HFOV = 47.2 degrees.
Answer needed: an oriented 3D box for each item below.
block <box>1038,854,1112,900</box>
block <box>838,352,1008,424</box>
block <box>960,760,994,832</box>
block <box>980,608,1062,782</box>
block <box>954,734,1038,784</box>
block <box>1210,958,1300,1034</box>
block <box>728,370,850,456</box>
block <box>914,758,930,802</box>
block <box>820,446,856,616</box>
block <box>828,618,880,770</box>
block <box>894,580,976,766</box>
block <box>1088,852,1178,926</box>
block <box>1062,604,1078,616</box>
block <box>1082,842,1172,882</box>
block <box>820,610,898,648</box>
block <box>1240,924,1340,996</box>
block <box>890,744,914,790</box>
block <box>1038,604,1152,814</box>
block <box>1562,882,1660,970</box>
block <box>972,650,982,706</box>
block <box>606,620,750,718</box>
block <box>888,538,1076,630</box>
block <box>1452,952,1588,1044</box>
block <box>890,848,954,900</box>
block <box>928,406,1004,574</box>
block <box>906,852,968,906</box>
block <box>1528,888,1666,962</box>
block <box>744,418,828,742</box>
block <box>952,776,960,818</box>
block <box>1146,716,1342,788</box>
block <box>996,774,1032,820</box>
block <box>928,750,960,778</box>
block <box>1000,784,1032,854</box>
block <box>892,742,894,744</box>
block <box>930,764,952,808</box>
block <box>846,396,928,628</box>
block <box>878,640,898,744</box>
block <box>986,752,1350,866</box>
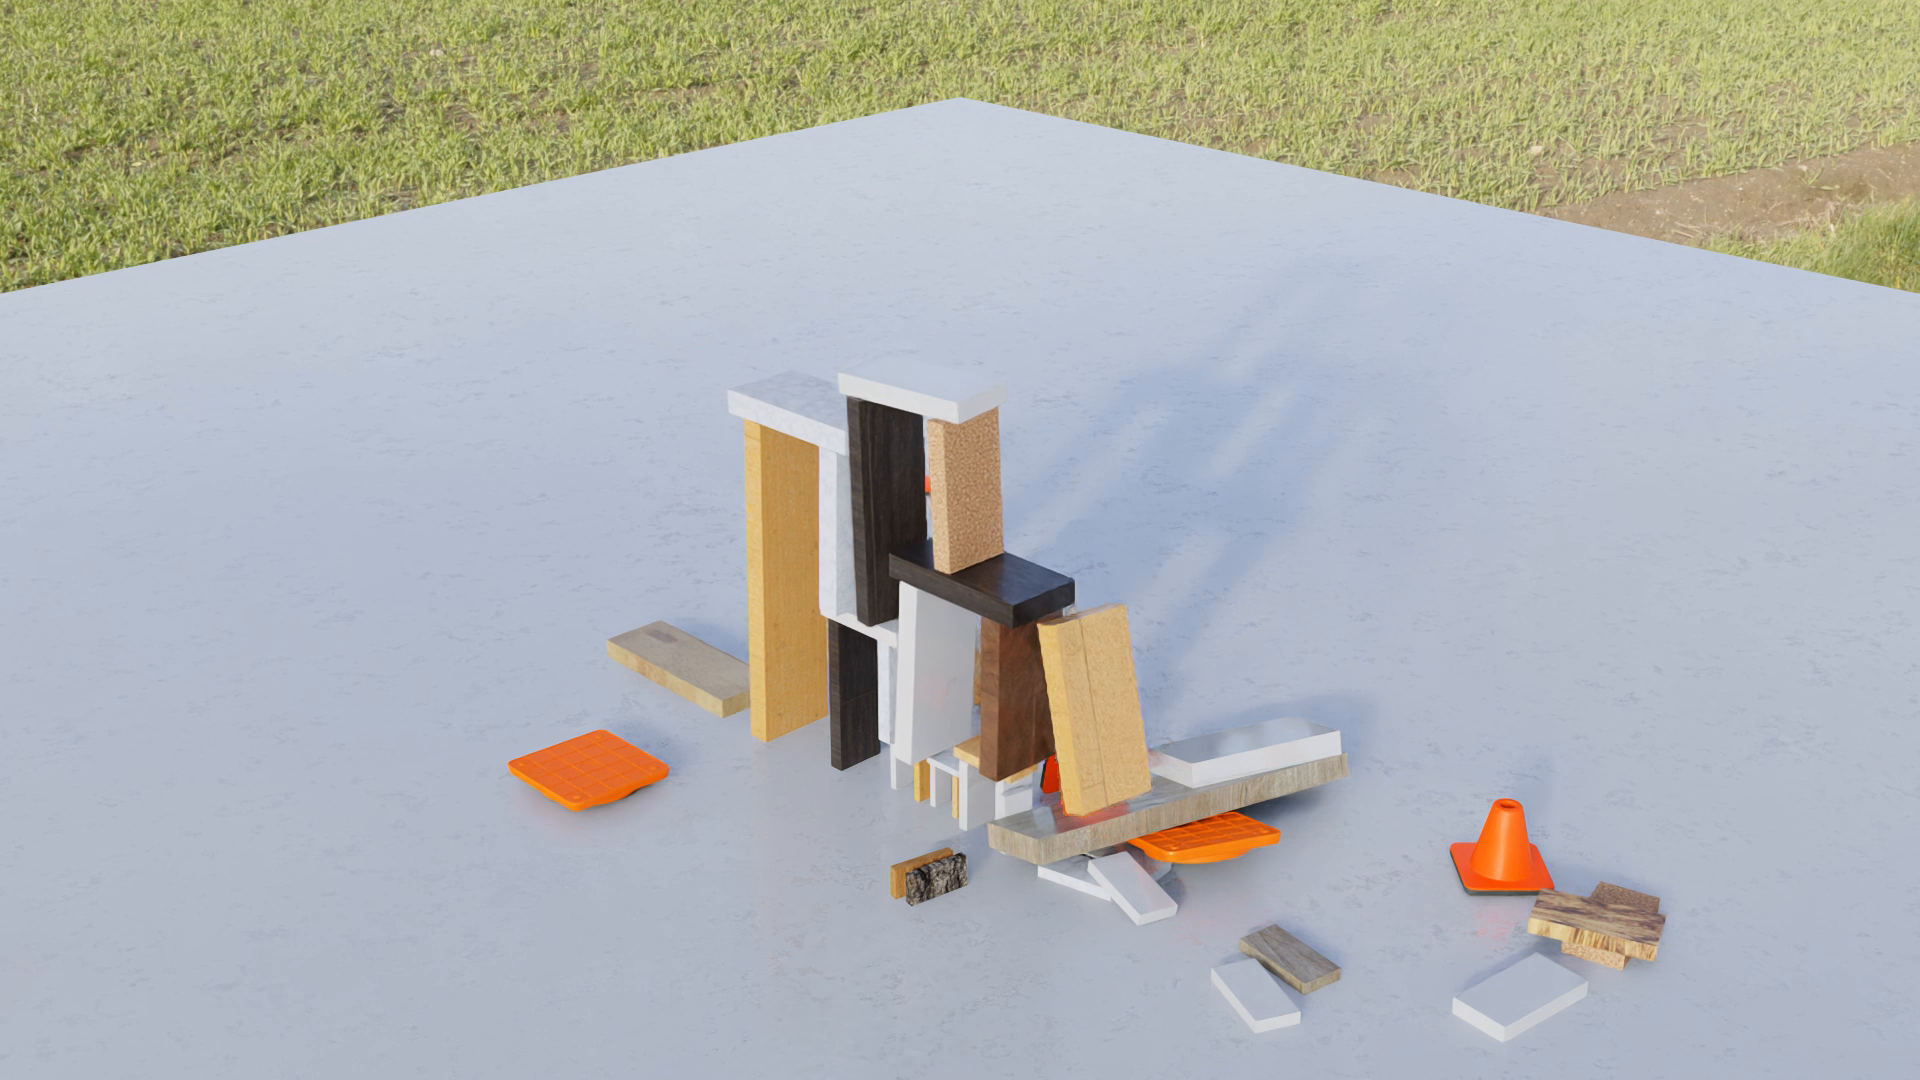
[{"bbox_3d":[0.240,0.641,4.221,0.161,0.023,0.081,15,27,31],"label":"block"},{"bbox_3d":[-0.072,-0.292,4.189,0.296,0.042,0.148,17,30,36],"label":"block"},{"bbox_3d":[0.034,0.497,4.391,0.077,0.155,0.022,-21,31,-40],"label":"block"},{"bbox_3d":[0.116,0.280,4.215,0.169,0.338,0.048,-21,31,-40],"label":"block"},{"bbox_3d":[0.070,0.429,4.324,0.155,0.022,0.077,22,31,40],"label":"block"},{"bbox_3d":[0.517,0.797,3.851,0.086,0.024,0.173,-8,24,-18],"label":"block"},{"bbox_3d":[-0.285,-0.260,4.432,0.177,0.050,0.355,-21,31,-40],"label":"block"},{"bbox_3d":[-0.069,0.478,4.498,0.015,0.105,0.053,21,31,41],"label":"block"},{"bbox_3d":[-0.200,-0.039,4.430,0.177,0.355,0.050,-21,33,-40],"label":"block"},{"bbox_3d":[-0.220,0.307,4.596,0.113,0.345,0.032,-21,31,-41],"label":"block"},{"bbox_3d":[-0.047,0.242,4.379,0.169,0.394,0.048,-21,34,-40],"label":"block"},{"bbox_3d":[0.324,0.655,4.142,0.086,0.024,0.173,-9,33,-30],"label":"block"},{"bbox_3d":[0.221,0.217,5.140,0.024,0.086,0.172,14,27,29],"label":"block"},{"bbox_3d":[0.320,0.621,4.268,0.161,0.023,0.081,17,28,34],"label":"block"},{"bbox_3d":[-0.167,0.154,4.473,0.112,0.032,0.225,-21,31,-40],"label":"block"},{"bbox_3d":[0.592,0.753,3.954,0.086,0.024,0.173,-15,27,-31],"label":"block"},{"bbox_3d":[-0.119,0.459,4.544,0.053,0.105,0.015,-21,31,-40],"label":"block"},{"bbox_3d":[0.250,0.309,4.048,0.176,0.353,0.050,-14,9,-38],"label":"block"},{"bbox_3d":[1.199,0.709,4.050,0.112,0.032,0.225,14,27,29],"label":"block"},{"bbox_3d":[0.018,0.284,4.929,0.086,0.024,0.172,-25,73,-45],"label":"block"},{"bbox_3d":[-0.615,0.291,5.019,0.156,0.044,0.430,-21,31,-40],"label":"block"},{"bbox_3d":[0.040,0.072,4.211,0.169,0.048,0.338,-21,31,-40],"label":"block"},{"bbox_3d":[0.979,0.797,3.841,0.225,0.032,0.113,-17,28,-34],"label":"block"},{"bbox_3d":[-0.072,0.634,4.185,0.129,0.064,0.018,-14,27,-29],"label":"block"},{"bbox_3d":[0.012,-0.099,4.171,0.042,0.296,0.148,17,28,42],"label":"block"},{"bbox_3d":[-0.044,0.642,4.164,0.129,0.064,0.018,-16,28,-32],"label":"block"},{"bbox_3d":[1.157,0.697,3.995,0.225,0.032,0.113,10,25,23],"label":"block"},{"bbox_3d":[-0.365,0.070,4.658,0.050,0.732,0.177,23,32,40],"label":"block"},{"bbox_3d":[0.006,0.510,4.437,0.014,0.095,0.048,21,31,41],"label":"block"},{"bbox_3d":[0.580,0.431,4.492,0.353,0.050,0.176,-10,10,-24],"label":"block"},{"bbox_3d":[0.105,0.524,4.327,0.077,0.155,0.022,-19,30,-38],"label":"block"},{"bbox_3d":[-0.016,0.451,4.437,0.095,0.014,0.048,21,31,41],"label":"block"},{"bbox_3d":[0.109,0.548,4.305,0.064,0.129,0.018,-14,27,-30],"label":"block"},{"bbox_3d":[-0.094,0.413,4.498,0.053,0.015,0.105,-21,31,-40],"label":"block"},{"bbox_3d":[-0.039,0.492,4.478,0.014,0.095,0.048,21,31,41],"label":"block"},{"bbox_3d":[-0.140,-0.070,4.340,0.148,0.481,0.042,-18,29,-32],"label":"block"},{"bbox_3d":[-0.114,0.293,4.475,0.112,0.225,0.032,-21,31,-40],"label":"block"},{"bbox_3d":[0.424,0.515,4.377,0.768,0.050,0.176,-11,10,-31],"label":"block"}]
